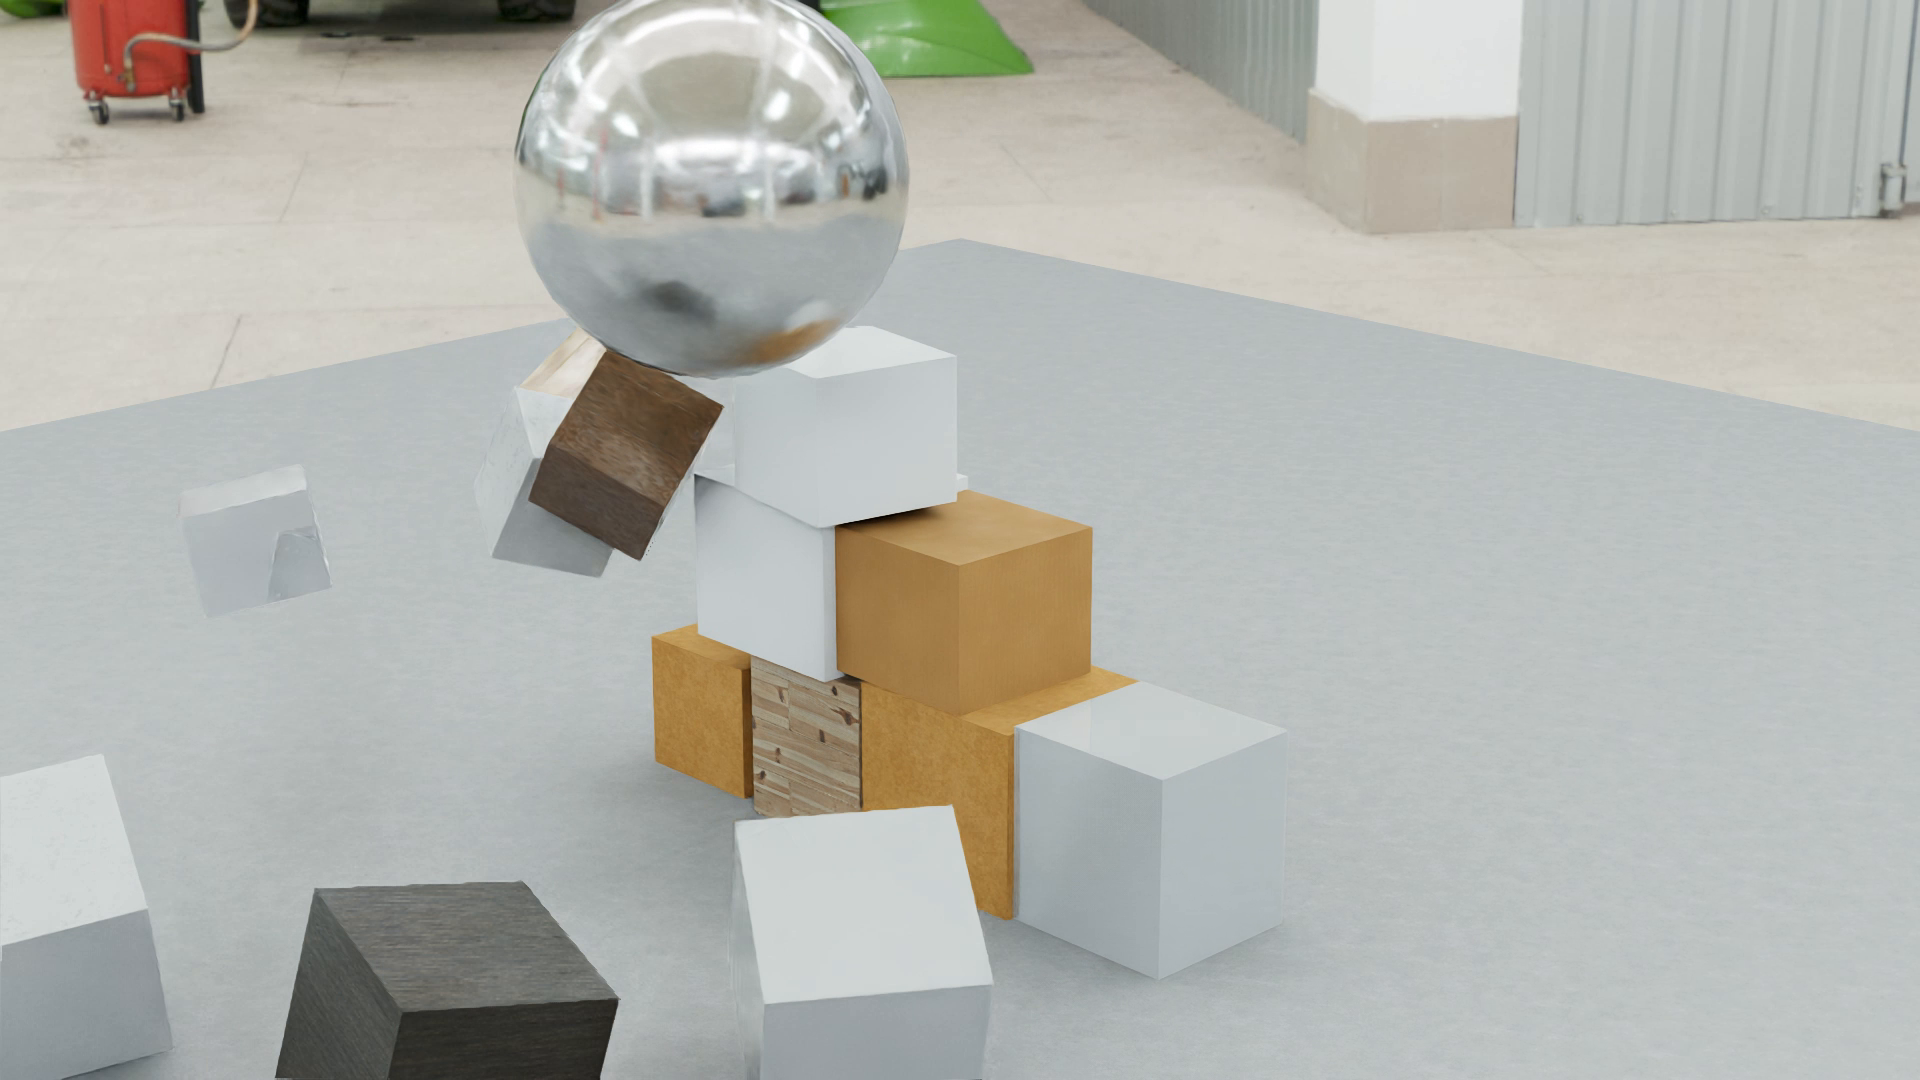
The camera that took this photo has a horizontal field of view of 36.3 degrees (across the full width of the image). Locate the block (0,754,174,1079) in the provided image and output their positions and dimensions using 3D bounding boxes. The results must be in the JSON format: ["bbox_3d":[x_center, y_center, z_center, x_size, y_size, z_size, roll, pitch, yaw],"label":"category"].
[{"bbox_3d":[-3.639,1.522,11.571,0.782,0.806,0.905,-13,42,-19],"label":"block"}]

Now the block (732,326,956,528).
[{"bbox_3d":[-0.529,-0.533,13.431,0.746,0.685,0.734,-11,21,-32],"label":"block"}]

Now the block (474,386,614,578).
[{"bbox_3d":[-2.038,-0.290,14.856,0.591,0.636,0.610,12,32,-27],"label":"block"}]

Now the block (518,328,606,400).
[{"bbox_3d":[-1.920,-0.693,15.540,0.494,0.572,0.579,21,57,35],"label":"block"}]

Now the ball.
[{"bbox_3d":[-1.001,-1.450,11.837,1.600,1.600,1.600,0,17,0],"label":"ball"}]

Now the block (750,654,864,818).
[{"bbox_3d":[-0.439,0.915,14.043,0.799,0.834,0.772,-16,23,-41],"label":"block"}]

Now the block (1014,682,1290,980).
[{"bbox_3d":[0.830,1.251,12.845,0.817,0.911,0.864,-16,24,-42],"label":"block"}]

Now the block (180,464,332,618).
[{"bbox_3d":[-3.167,-0.002,13.183,0.560,0.467,0.515,-14,17,-11],"label":"block"}]

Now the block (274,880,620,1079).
[{"bbox_3d":[-1.882,1.825,10.683,0.836,0.816,0.863,2,22,-35],"label":"block"}]

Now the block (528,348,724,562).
[{"bbox_3d":[-1.592,-0.410,13.951,0.613,0.646,0.617,29,61,-3],"label":"block"}]

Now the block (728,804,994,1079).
[{"bbox_3d":[-0.401,1.650,11.226,0.846,0.821,0.885,-3,43,-11],"label":"block"}]

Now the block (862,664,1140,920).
[{"bbox_3d":[0.208,1.071,13.475,0.919,0.877,0.942,-16,24,-42],"label":"block"}]

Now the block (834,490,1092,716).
[{"bbox_3d":[0.016,0.270,13.395,0.830,0.700,0.826,-16,23,-41],"label":"block"}]

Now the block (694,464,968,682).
[{"bbox_3d":[-0.612,0.076,13.979,0.909,0.805,0.931,-16,23,-41],"label":"block"}]

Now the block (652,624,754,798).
[{"bbox_3d":[-1.043,0.799,14.688,0.703,0.667,0.691,-16,24,-42],"label":"block"}]
